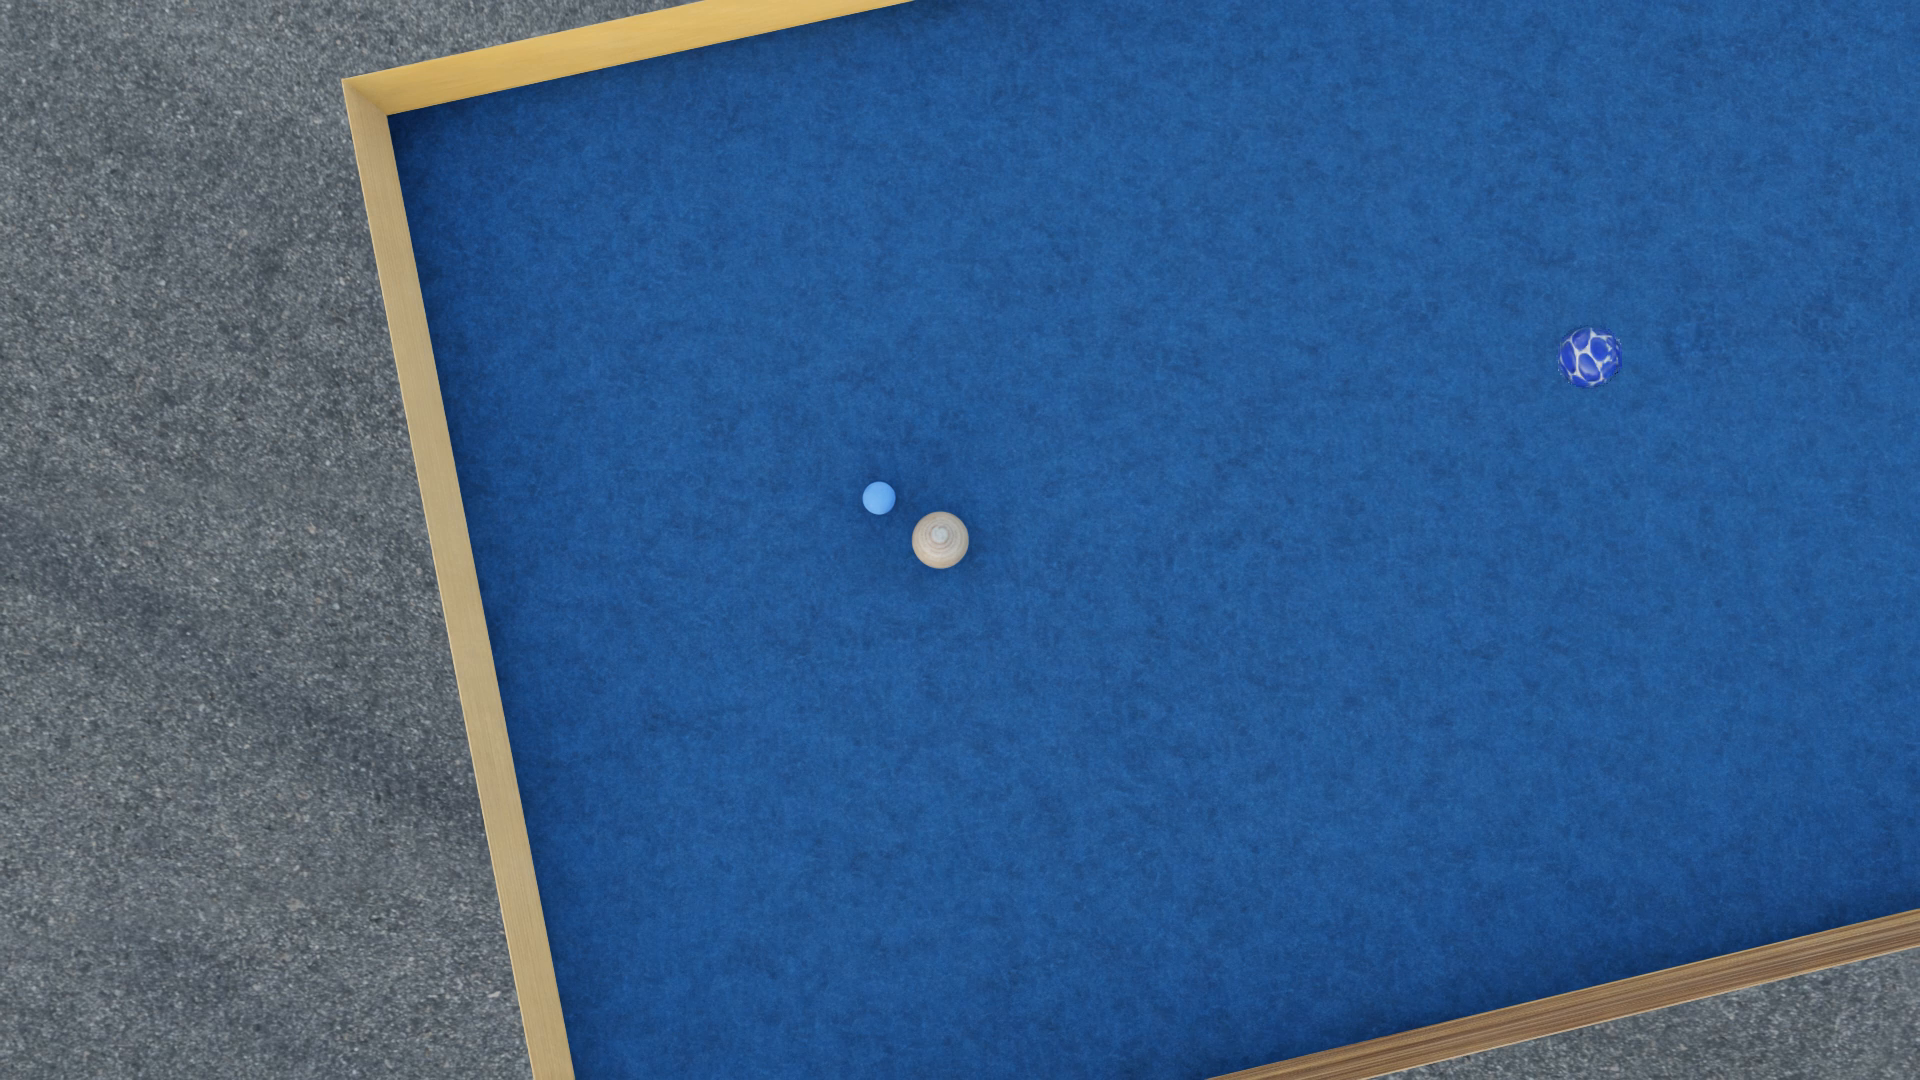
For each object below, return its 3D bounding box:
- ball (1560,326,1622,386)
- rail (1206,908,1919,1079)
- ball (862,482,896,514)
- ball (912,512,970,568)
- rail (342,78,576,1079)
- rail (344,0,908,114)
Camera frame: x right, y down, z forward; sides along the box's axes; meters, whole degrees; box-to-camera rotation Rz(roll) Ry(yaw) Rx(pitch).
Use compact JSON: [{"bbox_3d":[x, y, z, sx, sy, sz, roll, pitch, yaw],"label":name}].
[{"bbox_3d":[0.953,-0.277,3.325,0.090,0.090,0.090,0,80,0],"label":"ball"},{"bbox_3d":[0.931,0.655,3.143,3.022,0.117,0.045,-13,80,-2],"label":"rail"},{"bbox_3d":[-0.122,-0.063,3.307,0.050,0.050,0.050,0,80,0],"label":"ball"},{"bbox_3d":[-0.029,0.000,3.277,0.086,0.086,0.086,0,80,0],"label":"ball"},{"bbox_3d":[-0.713,0.158,3.232,0.045,0.117,1.775,-13,80,-2],"label":"rail"},{"bbox_3d":[0.541,-1.001,3.440,3.022,0.117,0.045,-13,80,-2],"label":"rail"}]
